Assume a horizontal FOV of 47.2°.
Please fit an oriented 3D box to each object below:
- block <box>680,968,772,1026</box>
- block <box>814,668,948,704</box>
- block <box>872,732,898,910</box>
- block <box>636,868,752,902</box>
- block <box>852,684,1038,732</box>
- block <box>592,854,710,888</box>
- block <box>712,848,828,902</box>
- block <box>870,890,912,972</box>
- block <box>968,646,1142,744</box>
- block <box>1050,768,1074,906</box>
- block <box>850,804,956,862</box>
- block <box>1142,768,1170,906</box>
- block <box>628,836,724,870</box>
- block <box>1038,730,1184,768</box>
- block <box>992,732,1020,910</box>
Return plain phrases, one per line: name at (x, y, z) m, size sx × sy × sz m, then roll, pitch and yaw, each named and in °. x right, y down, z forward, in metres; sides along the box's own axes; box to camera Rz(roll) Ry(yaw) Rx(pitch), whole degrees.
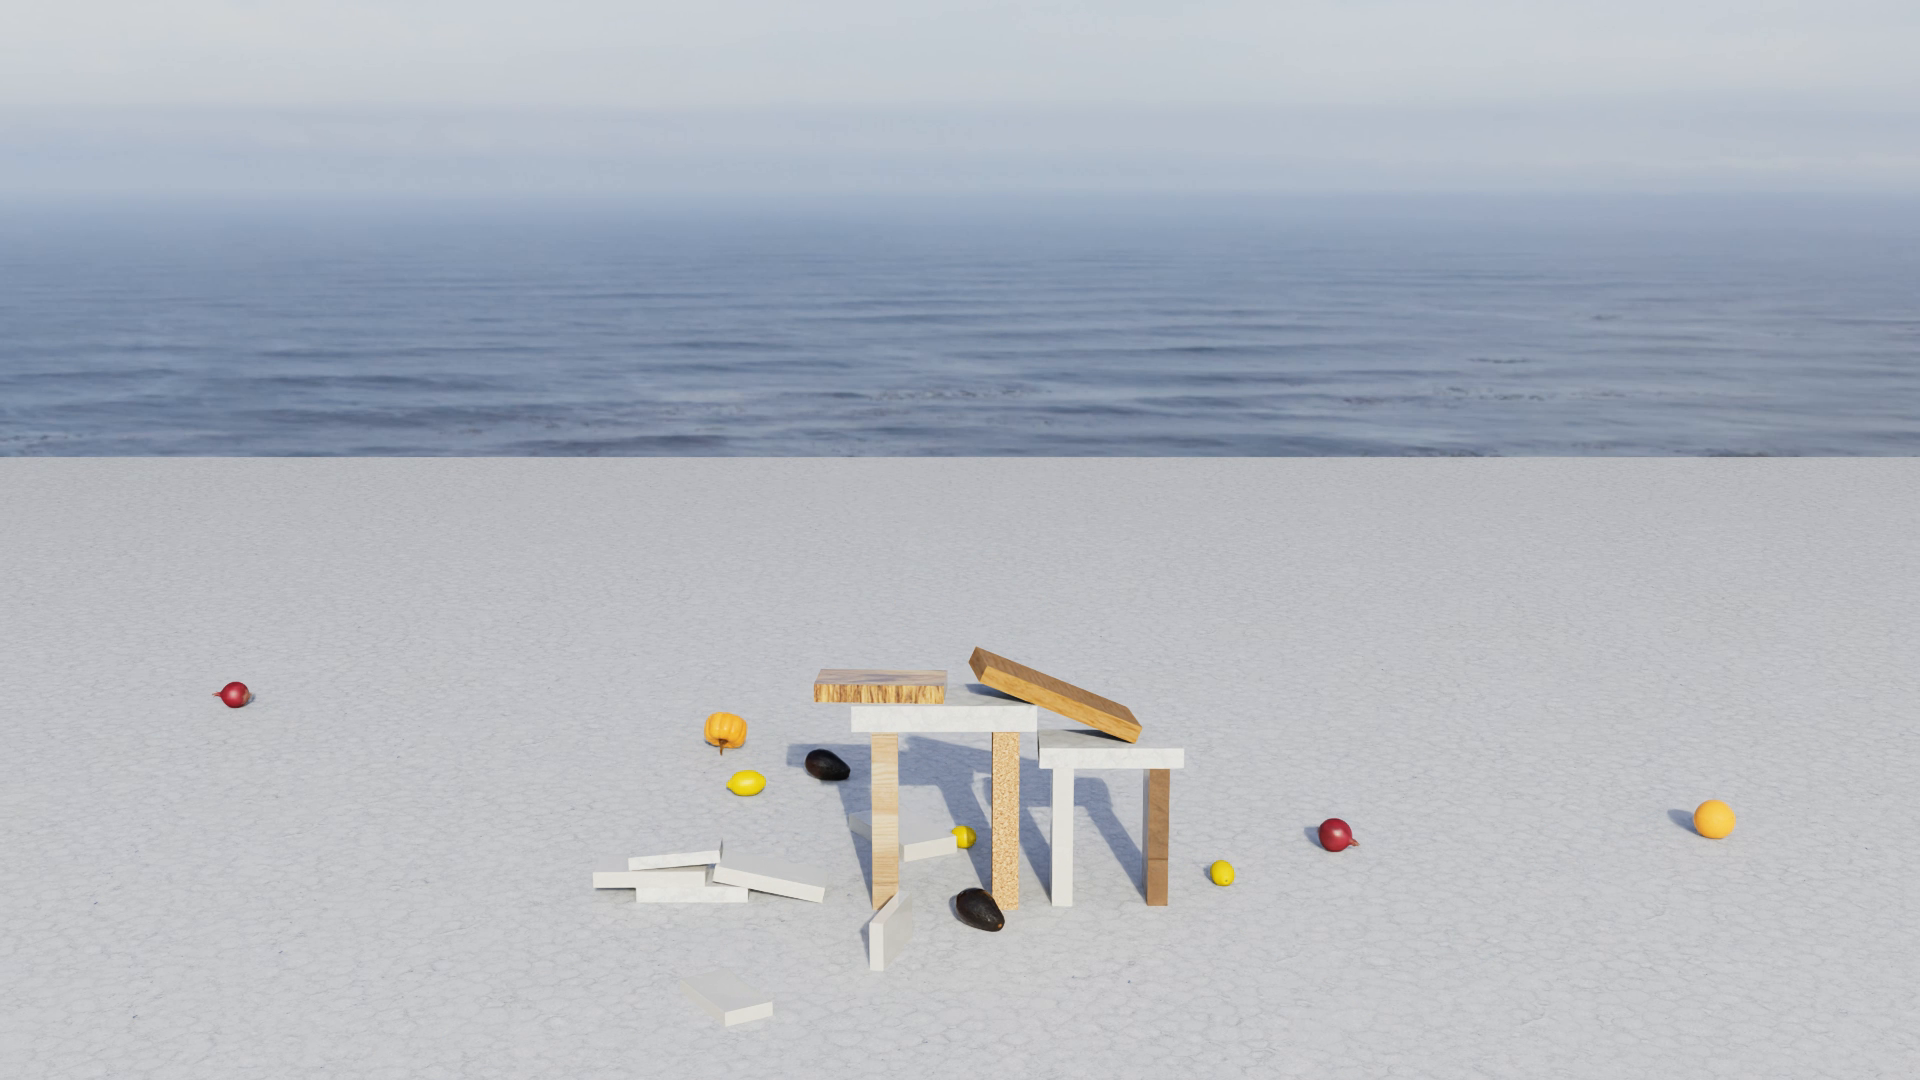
block at (-0.341, 0.666, 3.204) m, size 0.075 × 0.021 × 0.150 m, roll -7°, pitch 12°, yaw -32°
block at (-0.129, 0.240, 3.606) m, size 0.211 × 0.030 × 0.105 m, roll 1°, pitch 11°, yaw 3°
block at (-0.123, 0.444, 3.638) m, size 0.042 × 0.299 × 0.149 m, roll 0°, pitch 11°, yaw -1°
block at (-0.442, 0.576, 3.671) m, size 0.184 × 0.026 × 0.092 m, roll 0°, pitch 11°, yaw 0°
block at (-0.026, 0.275, 3.613) m, size 0.299 × 0.042 × 0.149 m, roll 0°, pitch 11°, yaw 0°
block at (-0.513, 0.551, 3.666) m, size 0.184 × 0.026 × 0.092 m, roll 0°, pitch 11°, yaw -1°
block at (-0.314, 0.559, 3.664) m, size 0.184 × 0.026 × 0.092 m, roll 12°, pitch 10°, yaw -2°
block at (-0.106, 0.602, 3.397) m, size 0.021 × 0.075 × 0.150 m, roll 3°, pitch 11°, yaw 15°
block at (0.156, 0.254, 3.602) m, size 0.285 × 0.030 × 0.105 m, roll 22°, pitch 10°, yaw -15°
block at (0.168, 0.475, 3.647) m, size 0.033 × 0.234 × 0.117 m, roll 0°, pitch 11°, yaw 0°
block at (-0.104, 0.524, 3.941) m, size 0.105 × 0.030 × 0.211 m, roll -6°, pitch 12°, yaw -29°
block at (0.324, 0.475, 3.646) m, size 0.033 × 0.234 × 0.117 m, roll 0°, pitch 11°, yaw 0°
block at (-0.472, 0.522, 3.662) m, size 0.150 × 0.021 × 0.075 m, roll -5°, pitch 10°, yaw -1°
block at (0.246, 0.344, 3.622) m, size 0.234 × 0.033 × 0.117 m, roll 0°, pitch 11°, yaw 0°
block at (0.074, 0.444, 3.639) m, size 0.042 × 0.299 × 0.149 m, roll 0°, pitch 11°, yaw 0°
